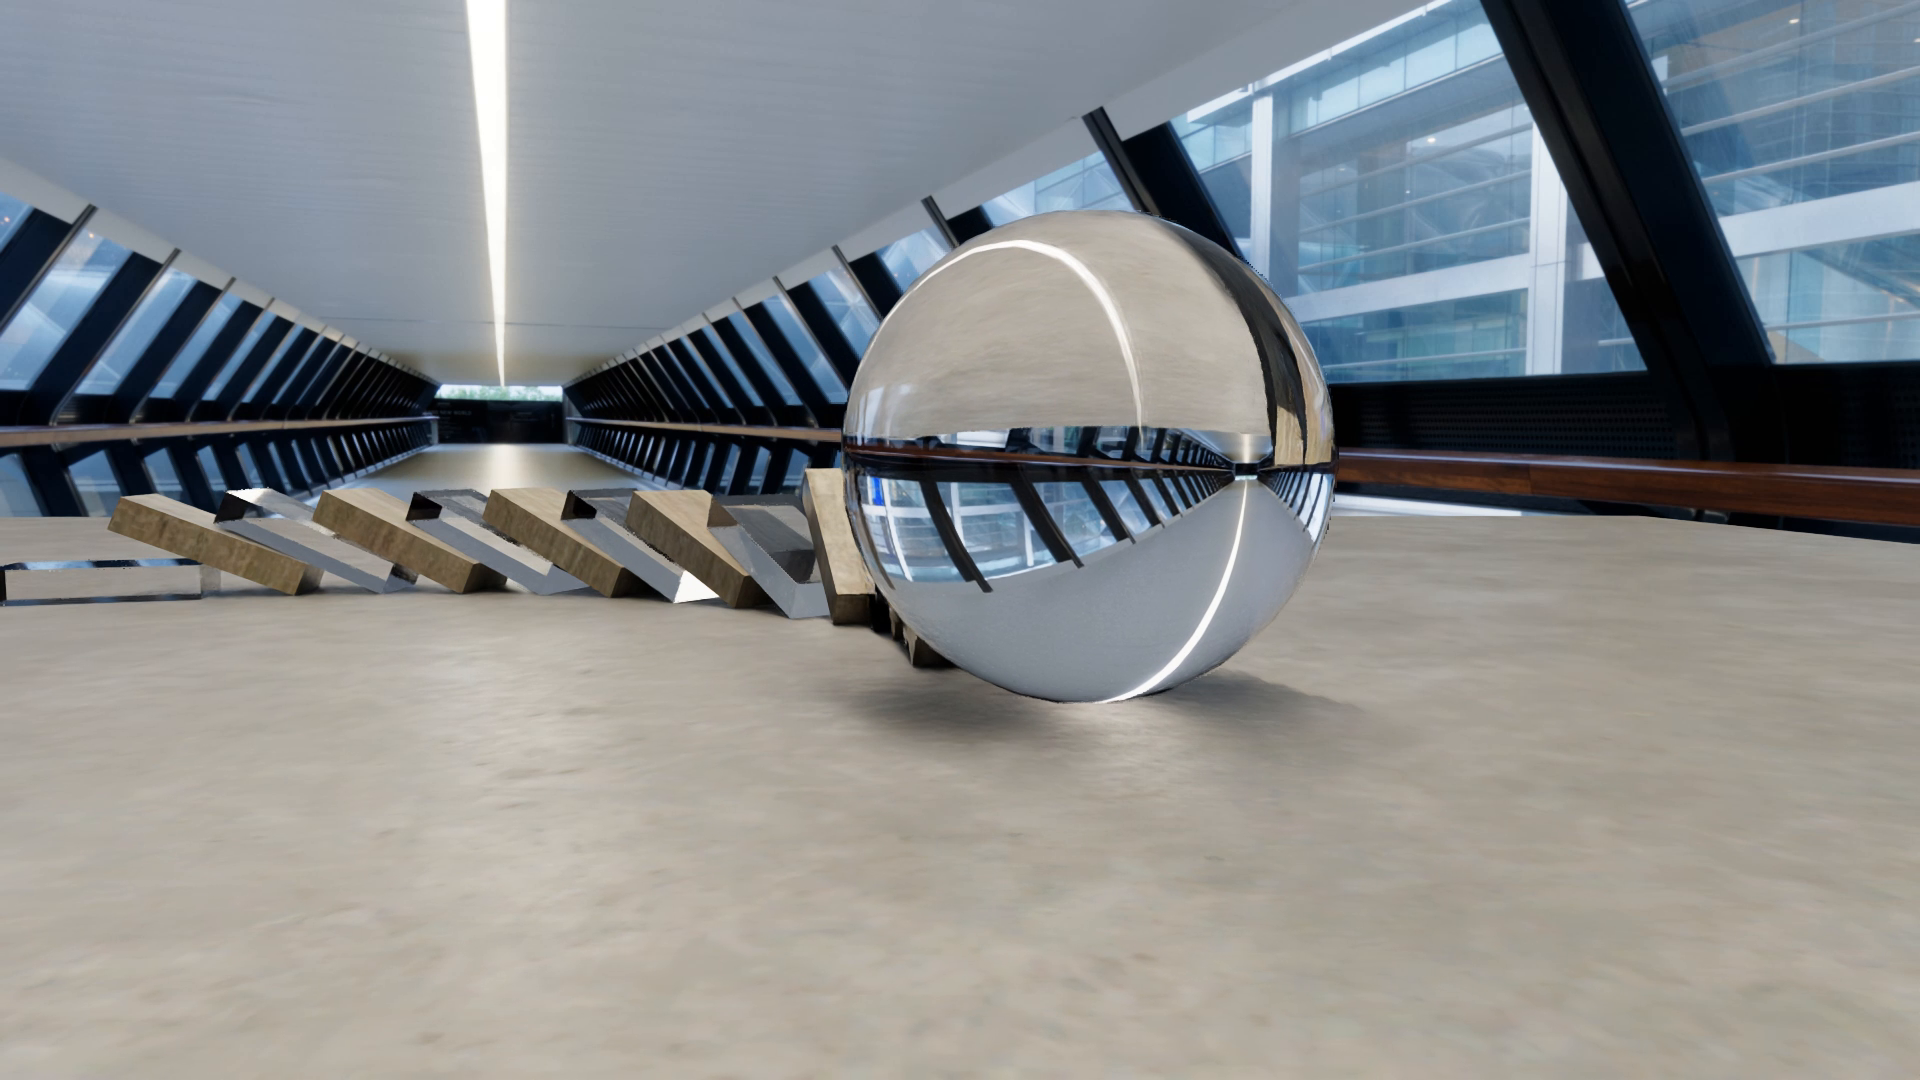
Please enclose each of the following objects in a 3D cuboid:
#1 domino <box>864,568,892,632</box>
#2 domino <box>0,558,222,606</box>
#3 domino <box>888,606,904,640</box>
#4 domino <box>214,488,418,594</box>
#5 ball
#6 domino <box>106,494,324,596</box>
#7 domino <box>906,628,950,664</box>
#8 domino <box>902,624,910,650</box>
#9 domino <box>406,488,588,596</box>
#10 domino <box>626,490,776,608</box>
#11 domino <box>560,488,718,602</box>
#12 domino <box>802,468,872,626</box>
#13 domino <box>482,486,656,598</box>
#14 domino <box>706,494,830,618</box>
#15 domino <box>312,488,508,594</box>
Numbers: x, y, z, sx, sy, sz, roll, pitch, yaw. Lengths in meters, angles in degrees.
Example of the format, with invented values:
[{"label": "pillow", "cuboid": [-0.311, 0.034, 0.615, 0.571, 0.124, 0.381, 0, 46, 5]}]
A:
[{"label": "domino", "cuboid": [-0.011, 0.000, 0.306, 0.025, 0.009, 0.050, -1, 45, -13]}, {"label": "domino", "cuboid": [-0.235, 0.011, 0.354, 0.050, 0.010, 0.025, -1, 5, -19]}, {"label": "domino", "cuboid": [-0.005, 0.001, 0.293, 0.025, 0.010, 0.050, 0, 45, -11]}, {"label": "domino", "cuboid": [-0.185, 0.000, 0.374, 0.050, 0.009, 0.025, 24, 3, -4]}, {"label": "ball", "cuboid": [0.020, -0.013, 0.211, 0.080, 0.080, 0.080, 0, 4, 0]}, {"label": "domino", "cuboid": [-0.210, 0.001, 0.366, 0.050, 0.009, 0.025, 22, -1, -13]}, {"label": "domino", "cuboid": [0.000, 0.003, 0.264, 0.025, 0.009, 0.050, -1, 45, -12]}, {"label": "domino", "cuboid": [-0.001, 0.002, 0.279, 0.025, 0.009, 0.050, 1, 45, -10]}, {"label": "domino", "cuboid": [-0.134, 0.000, 0.378, 0.050, 0.009, 0.025, 26, 11, 15]}, {"label": "domino", "cuboid": [-0.066, 0.001, 0.352, 0.050, 0.009, 0.025, 33, 22, 33]}, {"label": "domino", "cuboid": [-0.087, 0.001, 0.364, 0.050, 0.009, 0.025, 31, 19, 28]}, {"label": "domino", "cuboid": [-0.023, 0.000, 0.321, 0.025, 0.010, 0.050, -1, 39, -17]}, {"label": "domino", "cuboid": [-0.110, 0.000, 0.372, 0.050, 0.009, 0.025, 28, 14, 19]}, {"label": "domino", "cuboid": [-0.044, 0.003, 0.336, 0.025, 0.010, 0.050, -3, 29, -37]}, {"label": "domino", "cuboid": [-0.160, 0.000, 0.378, 0.050, 0.009, 0.025, 25, 7, 6]}]
